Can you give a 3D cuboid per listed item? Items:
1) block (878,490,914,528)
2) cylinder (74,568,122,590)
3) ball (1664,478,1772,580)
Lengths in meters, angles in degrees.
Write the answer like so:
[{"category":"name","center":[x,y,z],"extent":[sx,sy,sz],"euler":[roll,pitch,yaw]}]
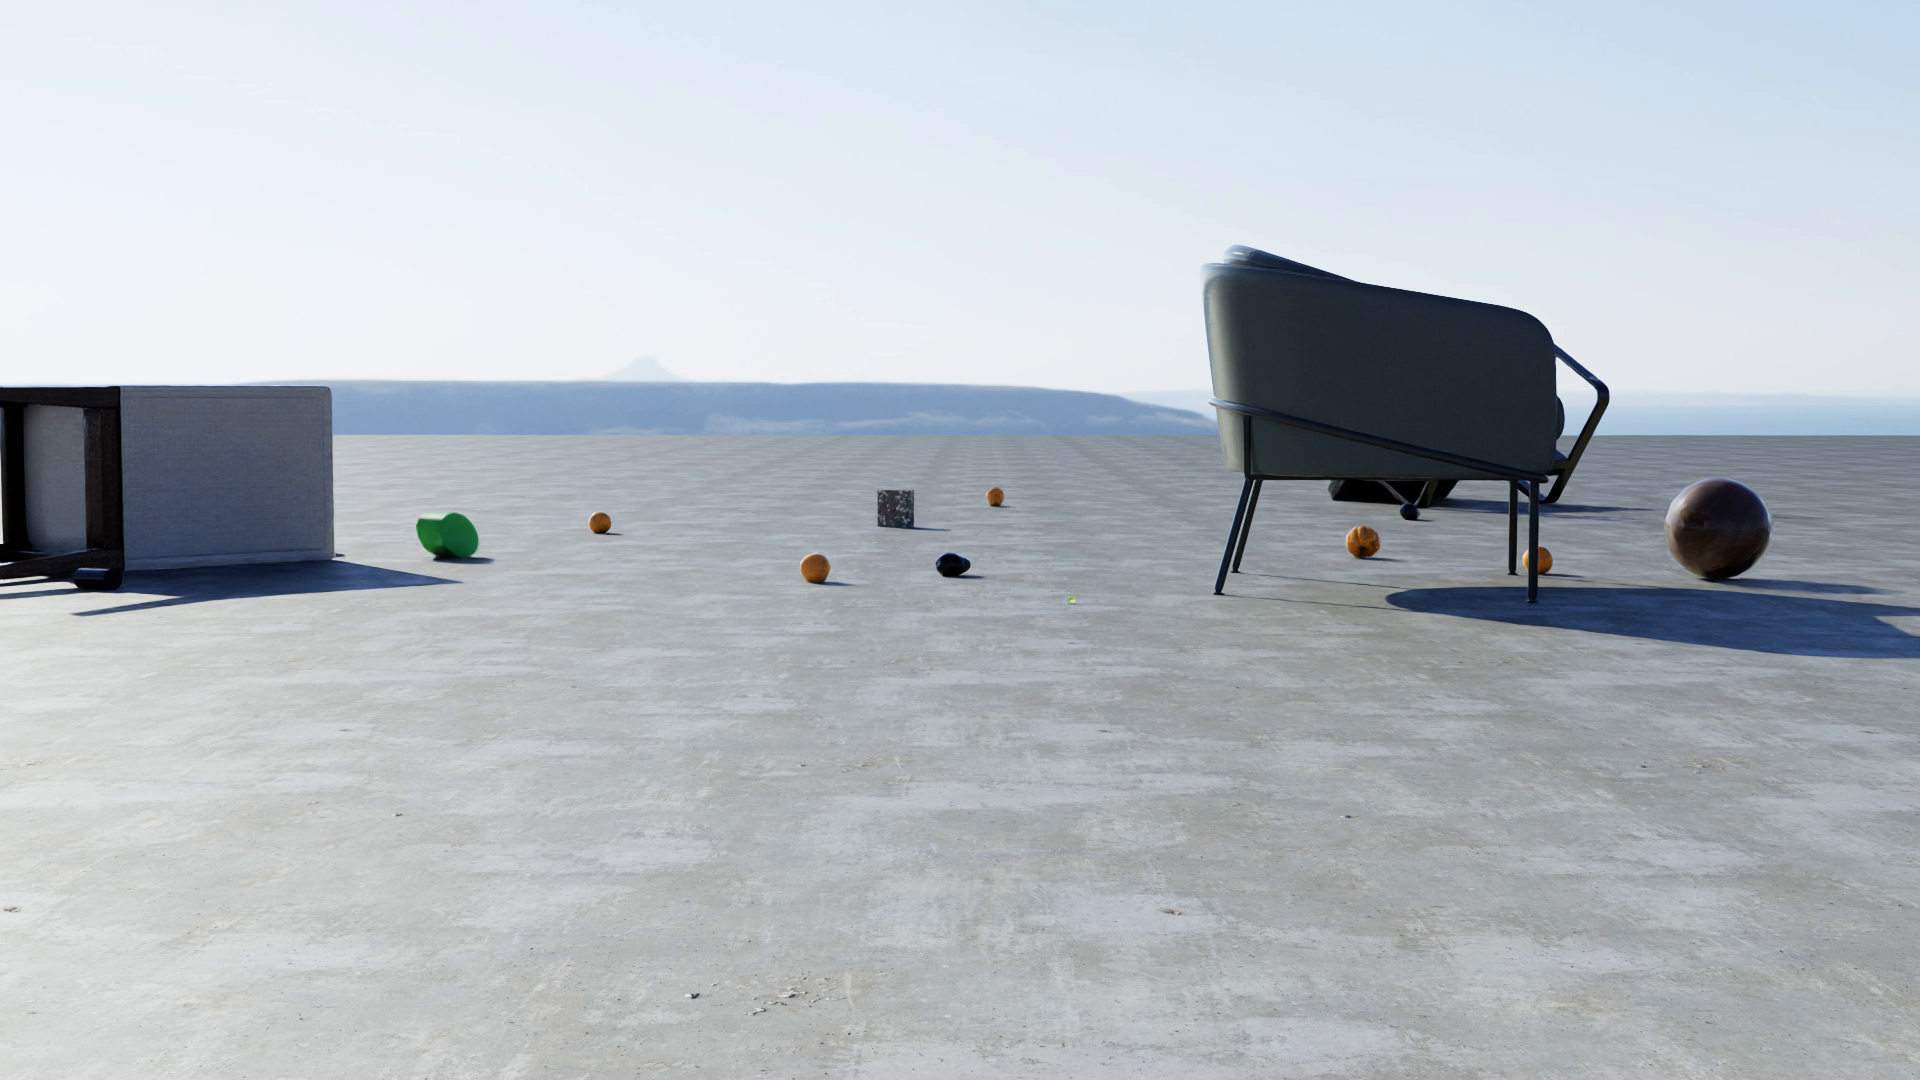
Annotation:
[{"category":"block","center":[-0.210,-0.104,7.184],"extent":[0.109,0.119,0.049],"euler":[2,4,26]},{"category":"cylinder","center":[-1.932,0.087,4.928],"extent":[0.087,0.049,0.057],"euler":[2,-1,22]},{"category":"ball","center":[1.790,-0.027,5.195],"extent":[0.240,0.240,0.240],"euler":[0,4,0]}]
